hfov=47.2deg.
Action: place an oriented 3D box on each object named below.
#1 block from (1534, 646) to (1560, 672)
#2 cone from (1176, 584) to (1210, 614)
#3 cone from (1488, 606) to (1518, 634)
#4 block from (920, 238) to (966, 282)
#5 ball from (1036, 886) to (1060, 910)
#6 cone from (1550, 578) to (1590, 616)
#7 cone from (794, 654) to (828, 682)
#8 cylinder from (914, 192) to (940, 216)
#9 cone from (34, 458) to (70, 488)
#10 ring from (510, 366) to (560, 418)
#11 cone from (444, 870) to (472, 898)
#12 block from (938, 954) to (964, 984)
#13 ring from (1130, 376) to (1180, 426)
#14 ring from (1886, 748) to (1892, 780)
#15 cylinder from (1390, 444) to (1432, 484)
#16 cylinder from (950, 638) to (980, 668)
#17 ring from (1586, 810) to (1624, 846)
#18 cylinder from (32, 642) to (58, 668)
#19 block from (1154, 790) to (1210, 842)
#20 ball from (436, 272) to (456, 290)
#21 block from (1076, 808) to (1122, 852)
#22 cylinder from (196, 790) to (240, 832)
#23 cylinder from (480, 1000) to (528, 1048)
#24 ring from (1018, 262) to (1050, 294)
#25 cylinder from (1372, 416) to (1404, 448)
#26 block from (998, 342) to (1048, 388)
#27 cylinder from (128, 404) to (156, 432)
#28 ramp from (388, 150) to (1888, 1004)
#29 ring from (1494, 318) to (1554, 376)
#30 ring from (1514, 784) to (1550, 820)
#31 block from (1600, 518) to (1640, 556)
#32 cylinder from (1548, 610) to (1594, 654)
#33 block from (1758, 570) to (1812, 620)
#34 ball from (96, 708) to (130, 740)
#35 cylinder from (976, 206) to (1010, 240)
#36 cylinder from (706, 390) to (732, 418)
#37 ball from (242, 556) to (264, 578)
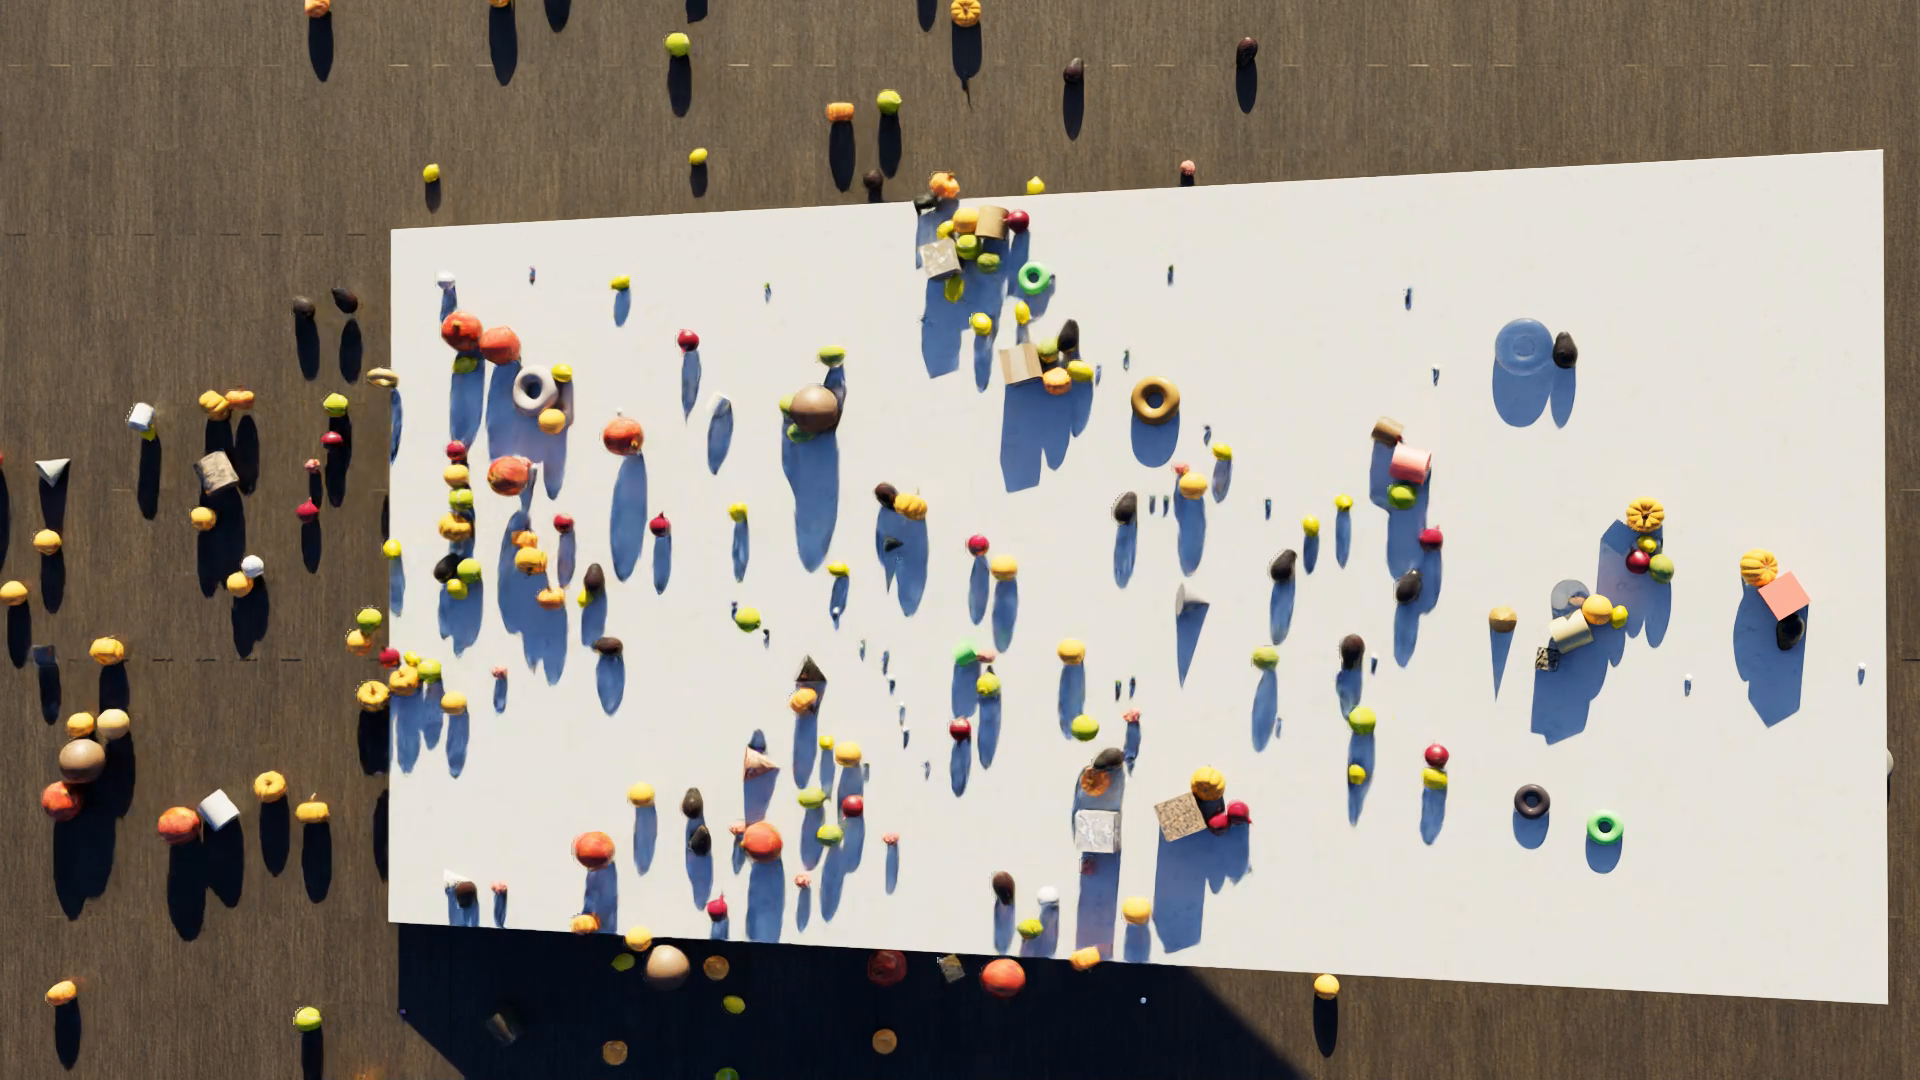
[{"bbox_3d":[1.430,0.290,5.351,0.053,0.053,0.053,10,92,17],"label":"block"},{"bbox_3d":[0.602,0.156,5.623,0.082,0.082,0.082,8,89,-9],"label":"cone"},{"bbox_3d":[1.325,0.194,5.377,0.068,0.068,0.068,0,89,18],"label":"cone"},{"bbox_3d":[-0.045,-0.740,5.815,0.084,0.084,0.084,-17,84,17],"label":"block"},{"bbox_3d":[0.229,0.930,5.718,0.060,0.060,0.060,0,89,0],"label":"ball"},{"bbox_3d":[1.474,0.142,5.316,0.095,0.095,0.095,0,89,18],"label":"cone"},{"bbox_3d":[-0.393,0.362,5.934,0.085,0.085,0.085,29,89,-11],"label":"cone"},{"bbox_3d":[-0.089,-0.892,5.848,0.053,0.053,0.053,-12,89,17],"label":"cylinder"},{"bbox_3d":[-2.641,-0.215,6.434,0.087,0.087,0.087,-39,89,-27],"label":"cone"},{"bbox_3d":[-1.198,-0.419,6.194,0.150,0.050,0.150,-1,88,18],"label":"ring"},{"bbox_3d":[-1.424,0.972,6.253,0.077,0.077,0.077,-7,89,-16],"label":"cone"},{"bbox_3d":[-0.024,1.245,6.389,0.051,0.051,0.051,-25,127,-12],"label":"block"},{"bbox_3d":[0.503,-0.359,5.659,0.130,0.043,0.130,0,90,18],"label":"ring"},{"bbox_3d":[2.654,0.655,6.419,0.137,0.046,0.137,0,90,1],"label":"ring"},{"bbox_3d":[1.115,-0.188,5.442,0.082,0.082,0.082,17,89,17],"label":"cylinder"},{"bbox_3d":[0.015,0.296,5.796,0.057,0.057,0.057,-30,89,15],"label":"cylinder"},{"bbox_3d":[1.560,0.695,5.317,0.087,0.029,0.087,0,90,17],"label":"ring"},{"bbox_3d":[-2.669,0.336,6.416,0.060,0.060,0.060,-19,68,0],"label":"cylinder"},{"bbox_3d":[0.565,0.701,5.594,0.099,0.099,0.099,-23,83,16],"label":"block"},{"bbox_3d":[-1.469,-0.741,6.283,0.052,0.052,0.052,0,89,0],"label":"ball"},{"bbox_3d":[0.358,0.747,5.659,0.098,0.098,0.098,1,89,18],"label":"block"},{"bbox_3d":[-2.158,0.787,6.396,0.087,0.087,0.087,-40,89,-1],"label":"cylinder"},{"bbox_3d":[-1.321,1.404,6.374,0.096,0.096,0.096,-38,100,-1],"label":"cylinder"},{"bbox_3d":[0.194,-0.687,5.768,0.087,0.029,0.087,0,90,17],"label":"ring"},{"bbox_3d":[1.064,-0.270,5.469,0.062,0.062,0.062,28,89,16],"label":"cylinder"},{"bbox_3d":[0.165,-0.457,5.741,0.091,0.091,0.091,-14,85,17],"label":"block"},{"bbox_3d":[-2.381,-0.355,6.401,0.060,0.060,0.060,14,63,0],"label":"cylinder"},{"bbox_3d":[0.275,0.093,5.799,4.000,0.100,2.000,0,89,18],"label":"ramp"},{"bbox_3d":[1.380,-0.473,5.380,0.143,0.048,0.143,-1,88,18],"label":"ring"},{"bbox_3d":[1.397,0.639,5.368,0.088,0.029,0.088,0,89,19],"label":"ring"},{"bbox_3d":[1.589,-0.008,5.298,0.064,0.064,0.064,41,101,14],"label":"block"},{"bbox_3d":[1.478,0.221,5.320,0.084,0.084,0.084,-25,89,16],"label":"cylinder"},{"bbox_3d":[1.939,0.131,5.175,0.085,0.085,0.085,-34,80,14],"label":"block"},{"bbox_3d":[-2.463,0.536,6.398,0.091,0.091,0.091,0,89,0],"label":"ball"},{"bbox_3d":[0.085,-0.833,5.778,0.079,0.079,0.079,9,92,0],"label":"cylinder"},{"bbox_3d":[-0.662,-0.372,6.020,0.055,0.055,0.055,31,98,0],"label":"cylinder"},{"bbox_3d":[-2.060,0.078,6.409,0.063,0.063,0.063,0,89,0],"label":"ball"}]
